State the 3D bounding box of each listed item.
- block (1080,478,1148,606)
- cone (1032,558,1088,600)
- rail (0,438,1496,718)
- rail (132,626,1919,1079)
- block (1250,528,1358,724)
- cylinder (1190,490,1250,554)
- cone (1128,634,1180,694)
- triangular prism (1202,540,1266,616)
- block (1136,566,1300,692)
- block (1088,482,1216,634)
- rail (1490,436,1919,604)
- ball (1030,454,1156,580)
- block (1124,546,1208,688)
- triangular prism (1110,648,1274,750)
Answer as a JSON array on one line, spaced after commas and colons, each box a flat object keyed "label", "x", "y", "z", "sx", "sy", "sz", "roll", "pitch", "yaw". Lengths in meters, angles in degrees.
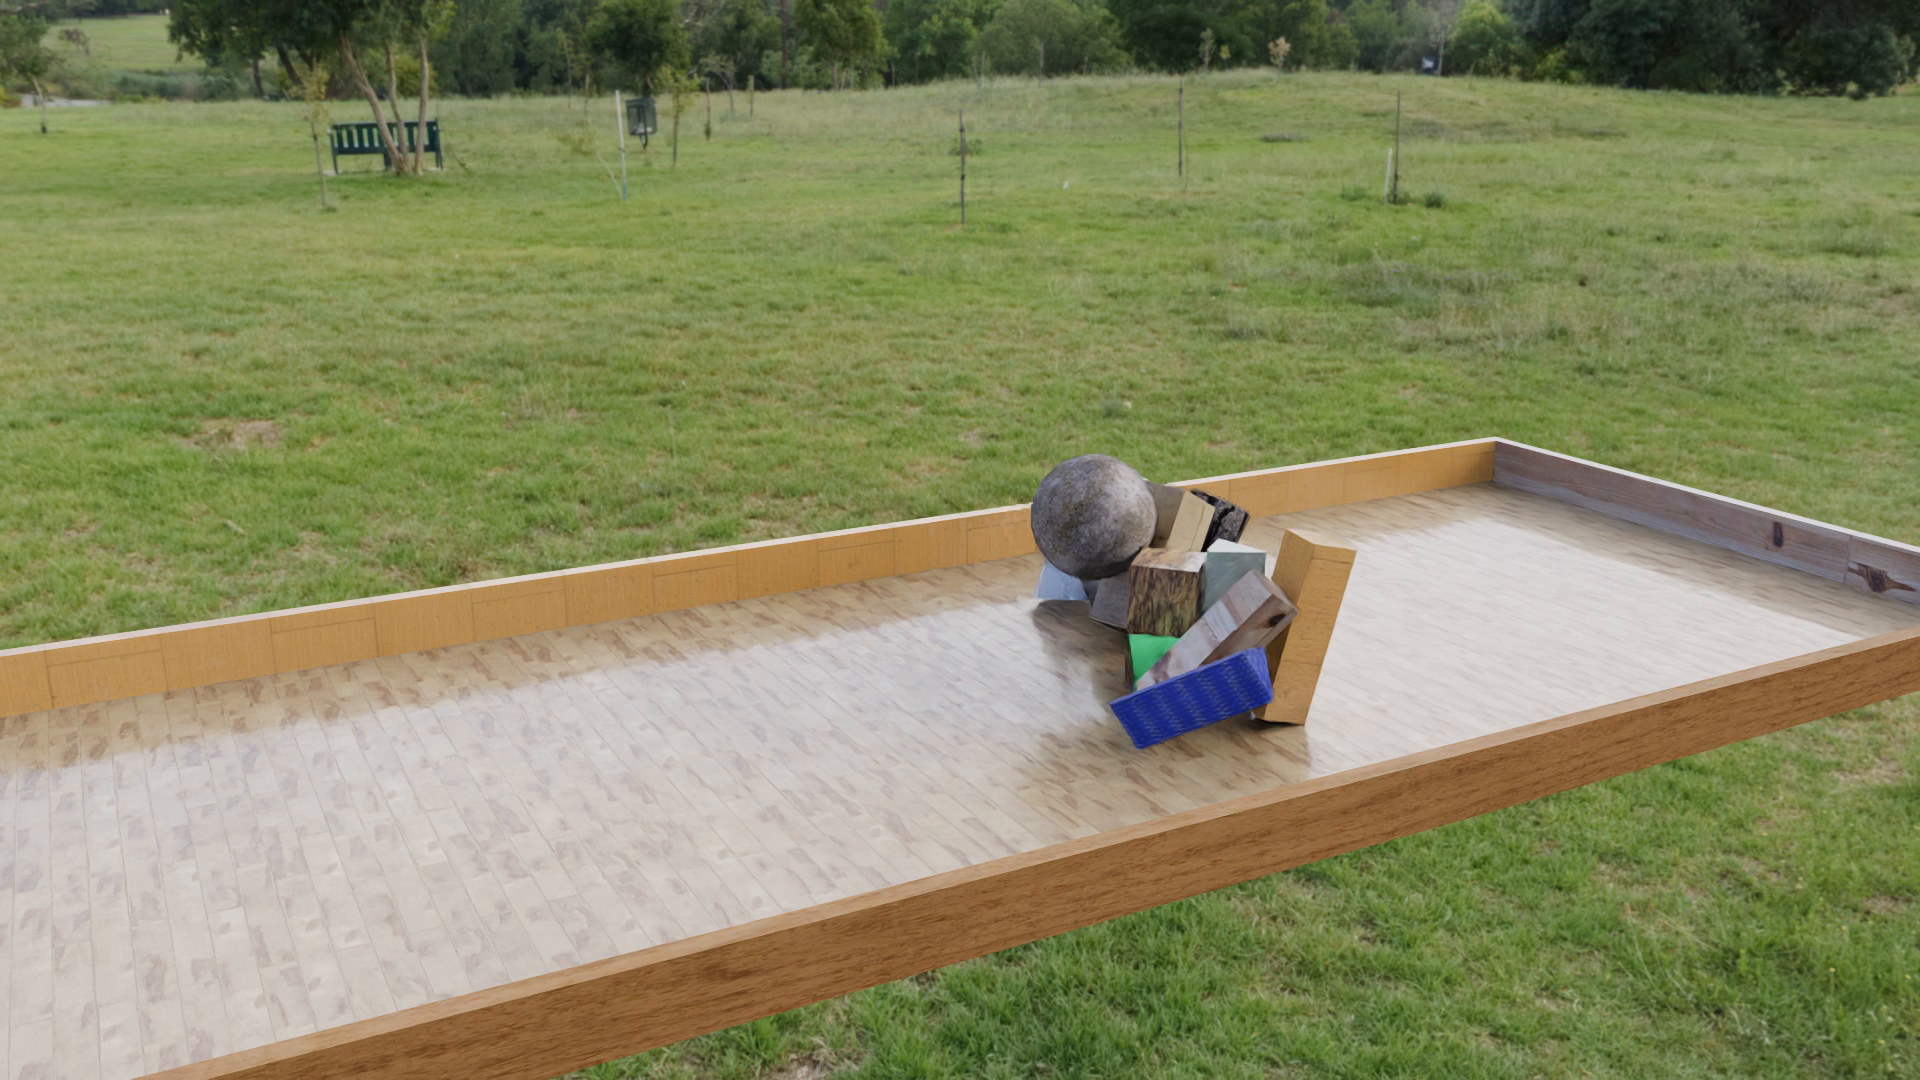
[{"label": "block", "x": 0.459, "y": 0.014, "z": 4.702, "sx": 0.141, "sy": 0.141, "sz": 0.402, "roll": -8, "pitch": 40, "yaw": 22}, {"label": "cone", "x": 0.303, "y": 0.003, "z": 4.697, "sx": 0.178, "sy": 0.329, "sz": 0.178, "roll": 3, "pitch": 1, "yaw": 0}, {"label": "rail", "x": -3.305, "y": 0.497, "z": 3.399, "sx": 12.000, "sy": 0.150, "sz": 0.050, "roll": -9, "pitch": 18, "yaw": -27}, {"label": "rail", "x": -2.336, "y": 1.006, "z": 1.665, "sx": 12.000, "sy": 0.150, "sz": 0.050, "roll": -9, "pitch": 18, "yaw": -27}, {"label": "block", "x": 0.784, "y": 0.203, "z": 3.856, "sx": 0.120, "sy": 0.434, "sz": 0.120, "roll": 7, "pitch": 15, "yaw": -25}, {"label": "cylinder", "x": 0.643, "y": 0.051, "z": 4.512, "sx": 0.174, "sy": 0.336, "sz": 0.174, "roll": 25, "pitch": 1, "yaw": 0}, {"label": "cone", "x": 0.627, "y": 0.287, "z": 3.970, "sx": 0.426, "sy": 0.176, "sz": 0.176, "roll": -7, "pitch": 16, "yaw": 3}, {"label": "triangular prism", "x": 0.648, "y": 0.184, "z": 4.097, "sx": 0.151, "sy": 0.352, "sz": 0.131, "roll": 1, "pitch": 13, "yaw": -12}, {"label": "block", "x": 0.591, "y": 0.252, "z": 3.810, "sx": 0.105, "sy": 0.392, "sz": 0.105, "roll": 33, "pitch": 18, "yaw": -34}, {"label": "block", "x": 0.511, "y": 0.060, "z": 4.391, "sx": 0.162, "sy": 0.393, "sz": 0.162, "roll": 16, "pitch": -6, "yaw": 41}, {"label": "rail", "x": 2.466, "y": -0.048, "z": 5.253, "sx": 0.050, "sy": 0.150, "sz": 2.100, "roll": -9, "pitch": 18, "yaw": -27}, {"label": "ball", "x": 0.343, "y": -0.059, "z": 4.245, "sx": 0.324, "sy": 0.324, "sz": 0.324, "roll": 0, "pitch": 16, "yaw": 0}, {"label": "block", "x": 0.516, "y": 0.199, "z": 4.113, "sx": 0.166, "sy": 0.316, "sz": 0.166, "roll": 6, "pitch": 17, "yaw": 16}, {"label": "triangular prism", "x": 0.506, "y": 0.330, "z": 3.659, "sx": 0.339, "sy": 0.118, "sz": 0.137, "roll": -25, "pitch": 49, "yaw": 27}]
